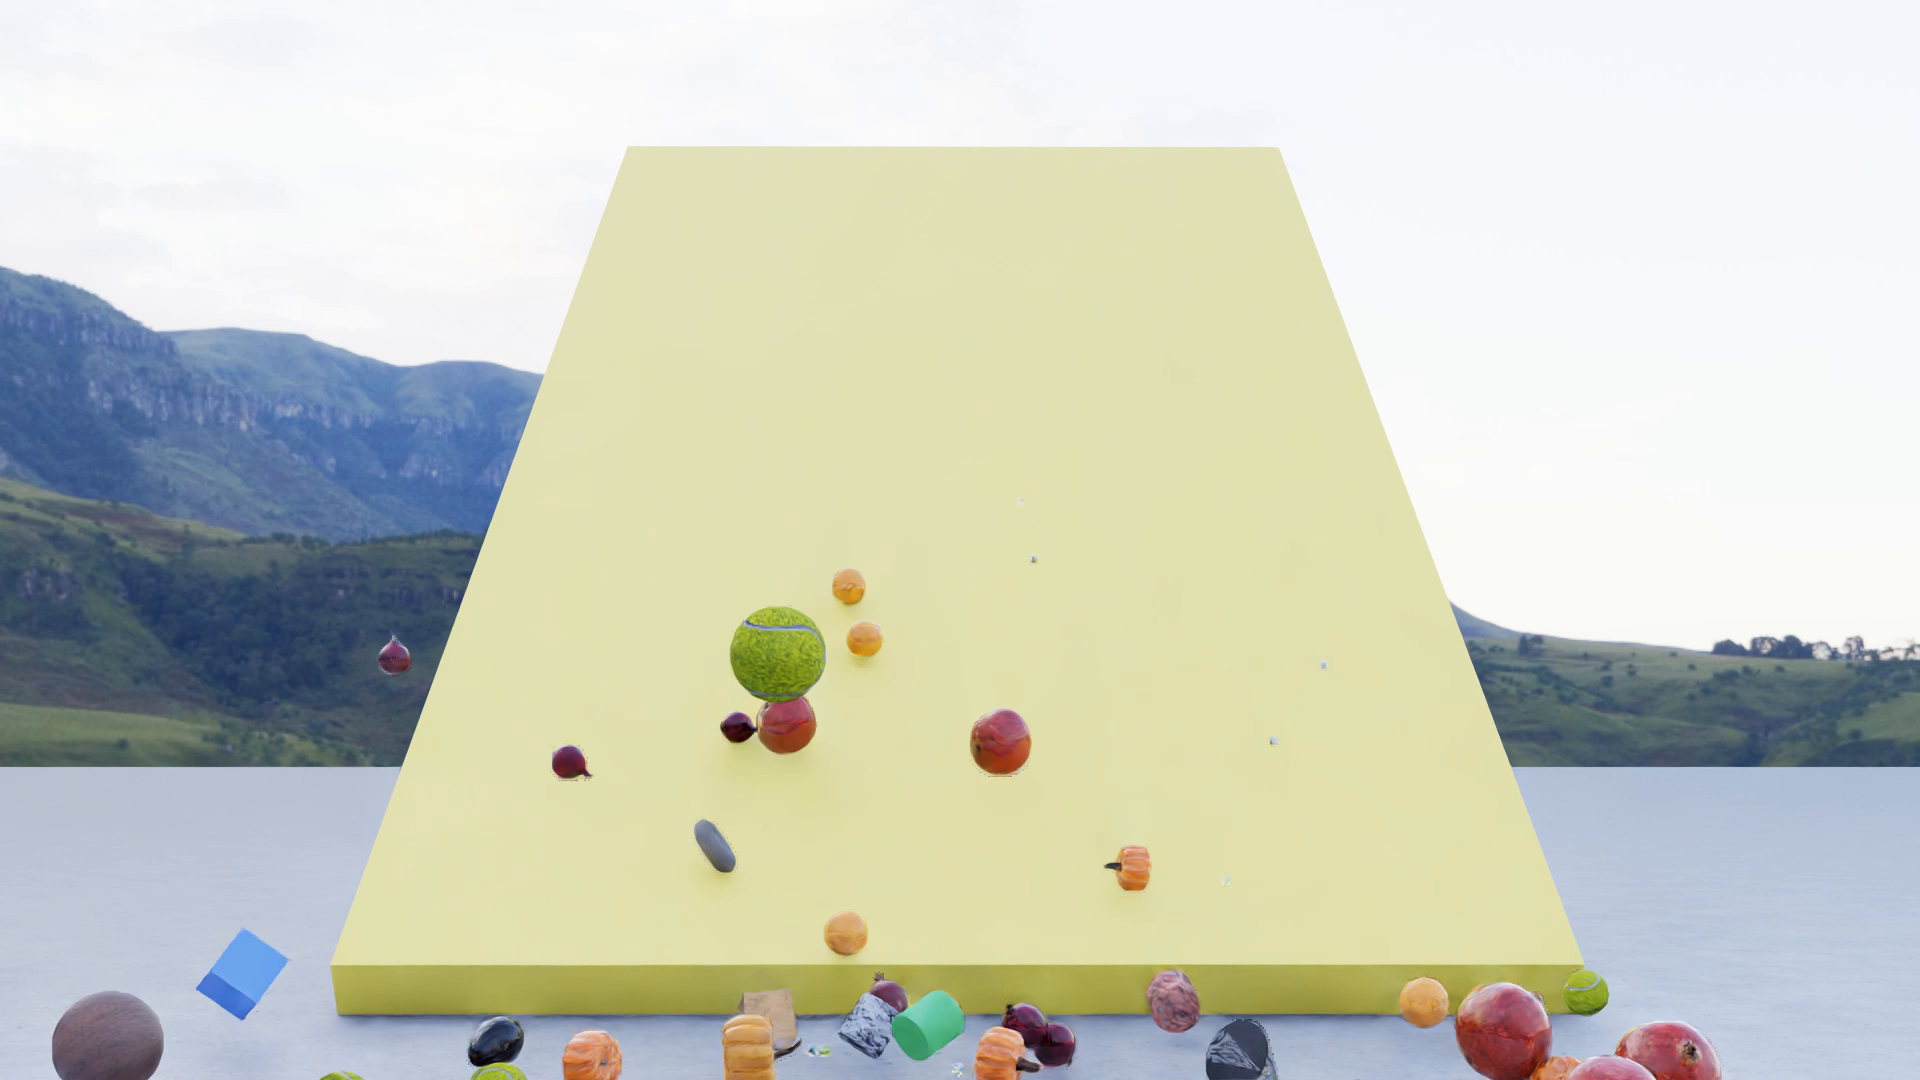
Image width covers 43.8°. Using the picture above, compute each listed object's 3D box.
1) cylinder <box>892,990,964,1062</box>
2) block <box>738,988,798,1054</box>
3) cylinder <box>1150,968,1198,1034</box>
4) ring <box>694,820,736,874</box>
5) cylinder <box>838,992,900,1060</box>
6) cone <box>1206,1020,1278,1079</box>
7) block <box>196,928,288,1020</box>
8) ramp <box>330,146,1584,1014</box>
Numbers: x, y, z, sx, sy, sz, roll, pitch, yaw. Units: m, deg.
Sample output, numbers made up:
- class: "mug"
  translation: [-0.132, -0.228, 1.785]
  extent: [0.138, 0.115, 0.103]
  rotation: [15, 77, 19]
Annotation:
- class: "cylinder"
  translation: [-0.041, 0.625, 3.077]
  extent: [0.066, 0.066, 0.066]
  rotation: [-29, 14, -38]
- class: "block"
  translation: [-0.247, 0.618, 3.069]
  extent: [0.062, 0.062, 0.062]
  rotation: [-4, -25, -14]
- class: "cylinder"
  translation: [0.311, 0.673, 3.485]
  extent: [0.070, 0.070, 0.070]
  rotation: [0, 19, 4]
- class: "ring"
  translation: [-0.411, 0.513, 4.000]
  extent: [0.034, 0.101, 0.101]
  rotation: [-33, -5, -1]
- class: "cylinder"
  translation: [-0.120, 0.657, 3.229]
  extent: [0.065, 0.065, 0.065]
  rotation: [30, -19, 11]
- class: "cone"
  translation: [0.370, 0.657, 2.970]
  extent: [0.093, 0.093, 0.093]
  rotation: [-5, -31, 44]
- class: "block"
  translation: [-1.050, 0.635, 3.494]
  extent: [0.082, 0.082, 0.082]
  rotation: [37, -41, -8]
- class: "ramp"
  translation: [-0.011, -0.222, 5.594]
  extent: [2.000, 0.100, 4.000]
  rotation: [0, 28, 0]
